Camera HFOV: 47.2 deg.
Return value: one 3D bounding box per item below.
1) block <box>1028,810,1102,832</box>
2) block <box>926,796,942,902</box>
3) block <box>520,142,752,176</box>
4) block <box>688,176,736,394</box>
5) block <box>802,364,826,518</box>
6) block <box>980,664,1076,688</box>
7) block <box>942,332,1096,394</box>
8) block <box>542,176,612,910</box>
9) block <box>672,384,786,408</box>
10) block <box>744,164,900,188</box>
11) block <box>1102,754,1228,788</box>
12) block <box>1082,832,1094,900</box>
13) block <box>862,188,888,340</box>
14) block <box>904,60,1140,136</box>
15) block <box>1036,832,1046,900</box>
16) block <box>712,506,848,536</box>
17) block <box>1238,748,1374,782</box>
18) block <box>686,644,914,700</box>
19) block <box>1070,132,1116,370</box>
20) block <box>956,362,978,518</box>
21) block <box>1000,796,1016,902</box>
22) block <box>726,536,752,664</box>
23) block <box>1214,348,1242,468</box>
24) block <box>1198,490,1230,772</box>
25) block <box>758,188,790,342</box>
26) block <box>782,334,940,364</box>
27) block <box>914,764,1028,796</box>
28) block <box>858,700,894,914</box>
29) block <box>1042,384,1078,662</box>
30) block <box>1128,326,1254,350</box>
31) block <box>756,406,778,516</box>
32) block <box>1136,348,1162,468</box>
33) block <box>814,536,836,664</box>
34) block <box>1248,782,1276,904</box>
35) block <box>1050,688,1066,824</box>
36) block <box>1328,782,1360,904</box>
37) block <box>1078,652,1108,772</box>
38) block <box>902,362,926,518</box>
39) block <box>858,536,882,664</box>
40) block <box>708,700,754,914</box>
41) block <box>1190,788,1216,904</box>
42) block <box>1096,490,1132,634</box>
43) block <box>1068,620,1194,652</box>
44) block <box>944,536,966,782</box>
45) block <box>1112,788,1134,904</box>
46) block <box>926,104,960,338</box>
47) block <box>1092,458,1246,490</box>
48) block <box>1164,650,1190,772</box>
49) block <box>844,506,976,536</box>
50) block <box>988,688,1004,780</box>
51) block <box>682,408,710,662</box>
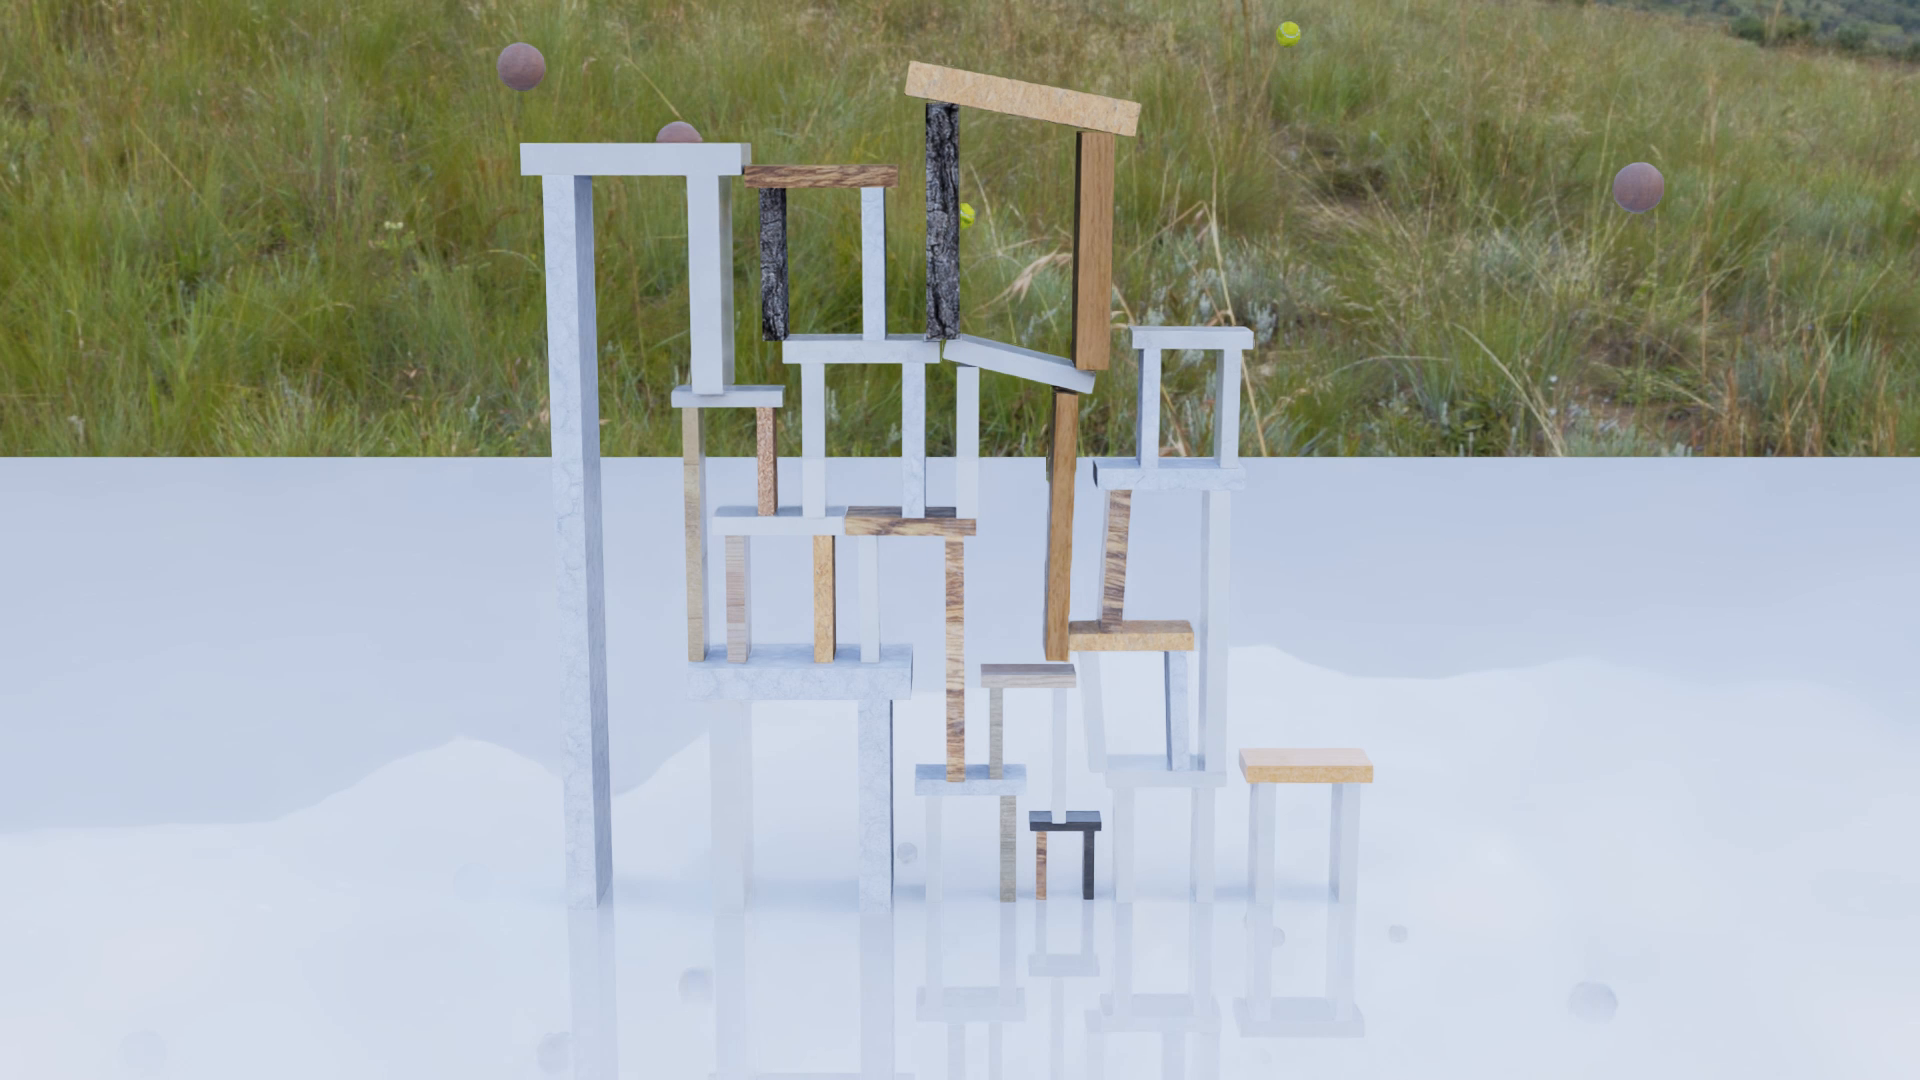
[{"bbox_3d":[0.174,0.466,3.646,0.118,0.017,0.059,0,11,0],"label":"block"},{"bbox_3d":[-0.043,0.499,3.655,0.026,0.184,0.092,0,11,0],"label":"block"},{"bbox_3d":[-0.505,-0.599,3.453,0.337,0.048,0.169,0,11,0],"label":"block"},{"bbox_3d":[-0.393,-0.409,3.489,0.048,0.337,0.169,0,11,1],"label":"block"},{"bbox_3d":[-0.234,-0.168,3.530,0.035,0.246,0.123,0,11,-2],"label":"block"},{"bbox_3d":[0.111,0.222,3.599,0.154,0.022,0.077,0,11,0],"label":"block"},{"bbox_3d":[0.093,-0.285,3.505,0.241,0.034,0.121,13,10,-2],"label":"block"},{"bbox_3d":[-0.617,0.007,3.566,0.048,1.184,0.169,0,11,0],"label":"block"},{"bbox_3d":[-0.369,-0.230,3.517,0.175,0.025,0.087,0,11,-1],"label":"block"},{"bbox_3d":[-0.214,-0.572,3.454,0.237,0.034,0.118,0,11,0],"label":"block"},{"bbox_3d":[0.336,0.381,3.634,0.198,0.028,0.099,0,11,0],"label":"block"},{"bbox_3d":[0.213,0.532,3.658,0.017,0.118,0.059,0,11,0],"label":"block"},{"bbox_3d":[-0.135,-0.439,3.479,0.034,0.237,0.118,0,11,0],"label":"block"},{"bbox_3d":[0.096,-0.686,3.426,0.356,0.050,0.178,10,10,-1],"label":"block"},{"bbox_3d":[0.135,0.532,3.658,0.017,0.118,0.059,0,11,0],"label":"block"},{"bbox_3d":[-0.290,-0.032,3.553,0.210,0.030,0.105,0,11,-1],"label":"block"},{"bbox_3d":[0.570,0.372,3.633,0.206,0.029,0.103,0,11,0],"label":"block"},{"bbox_3d":[-0.257,0.214,3.596,0.357,0.051,0.179,0,11,0],"label":"block"},{"bbox_3d":[0.209,-0.458,3.468,0.050,0.363,0.178,1,11,0],"label":"block"},{"bbox_3d":[0.012,-0.164,3.526,0.034,0.241,0.121,0,11,0],"label":"block"},{"bbox_3d":[0.079,0.499,3.655,0.026,0.184,0.092,0,11,0],"label":"block"},{"bbox_3d":[-0.360,0.086,3.575,0.030,0.210,0.105,0,11,0],"label":"block"},{"bbox_3d":[0.428,-0.216,3.524,0.027,0.190,0.095,1,10,0],"label":"block"},{"bbox_3d":[0.414,0.139,3.590,0.033,0.464,0.117,0,10,0],"label":"block"},{"bbox_3d":[-0.294,-0.439,3.479,0.034,0.237,0.118,-1,11,0],"label":"block"},{"bbox_3d":[-0.154,-0.305,3.502,0.246,0.035,0.123,0,11,0],"label":"block"},{"bbox_3d":[0.018,0.396,3.636,0.184,0.026,0.092,0,11,0],"label":"block"},{"bbox_3d":[-0.138,0.415,3.633,0.051,0.357,0.179,0,11,0],"label":"block"},{"bbox_3d":[0.161,-0.028,3.553,0.034,0.431,0.121,2,11,-1],"label":"block"},{"bbox_3d":[0.366,-0.323,3.504,0.190,0.027,0.095,0,10,0],"label":"block"},{"bbox_3d":[-0.310,-0.132,3.534,0.025,0.175,0.087,0,11,-1],"label":"block"},{"bbox_3d":[0.302,-0.216,3.523,0.027,0.190,0.095,0,10,-1],"label":"block"},{"bbox_3d":[-0.220,0.086,3.576,0.030,0.210,0.105,0,11,0],"label":"block"},{"bbox_3d":[0.502,0.488,3.655,0.029,0.206,0.103,0,11,0],"label":"block"},{"bbox_3d":[0.162,0.345,3.623,0.022,0.229,0.077,0,11,0],"label":"block"},{"bbox_3d":[0.639,0.488,3.655,0.029,0.206,0.103,0,11,0],"label":"block"},{"bbox_3d":[0.218,0.270,3.609,0.029,0.202,0.101,-5,10,1],"label":"block"},{"bbox_3d":[-0.073,-0.167,3.527,0.035,0.247,0.123,0,11,0],"label":"block"},{"bbox_3d":[-0.146,0.086,3.573,0.030,0.209,0.104,-1,11,0],"label":"block"},{"bbox_3d":[-0.376,0.415,3.633,0.051,0.357,0.179,0,11,0],"label":"block"},{"bbox_3d":[0.403,0.492,3.654,0.028,0.198,0.099,0,11,0],"label":"block"},{"bbox_3d":[0.249,0.025,3.568,0.033,0.234,0.117,3,10,-1],"label":"block"},{"bbox_3d":[0.276,0.156,3.587,0.202,0.029,0.101,-1,11,0],"label":"block"},{"bbox_3d":[-0.008,0.184,3.590,0.030,0.407,0.104,0,11,0],"label":"block"},{"bbox_3d":[0.271,0.492,3.654,0.028,0.198,0.099,0,11,0],"label":"block"},{"bbox_3d":[-0.026,-0.503,3.460,0.050,0.356,0.178,0,11,0],"label":"block"},{"bbox_3d":[0.335,-0.107,3.544,0.234,0.033,0.117,0,10,-1],"label":"block"},{"bbox_3d":[0.356,0.268,3.610,0.029,0.202,0.101,-2,11,1],"label":"block"},{"bbox_3d":[-0.078,-0.031,3.550,0.209,0.030,0.104,0,11,0],"label":"block"},{"bbox_3d":[0.059,0.308,3.615,0.022,0.154,0.077,0,11,0],"label":"block"},{"bbox_3d":[-0.427,-0.015,3.556,0.025,0.414,0.087,0,11,0],"label":"block"}]
